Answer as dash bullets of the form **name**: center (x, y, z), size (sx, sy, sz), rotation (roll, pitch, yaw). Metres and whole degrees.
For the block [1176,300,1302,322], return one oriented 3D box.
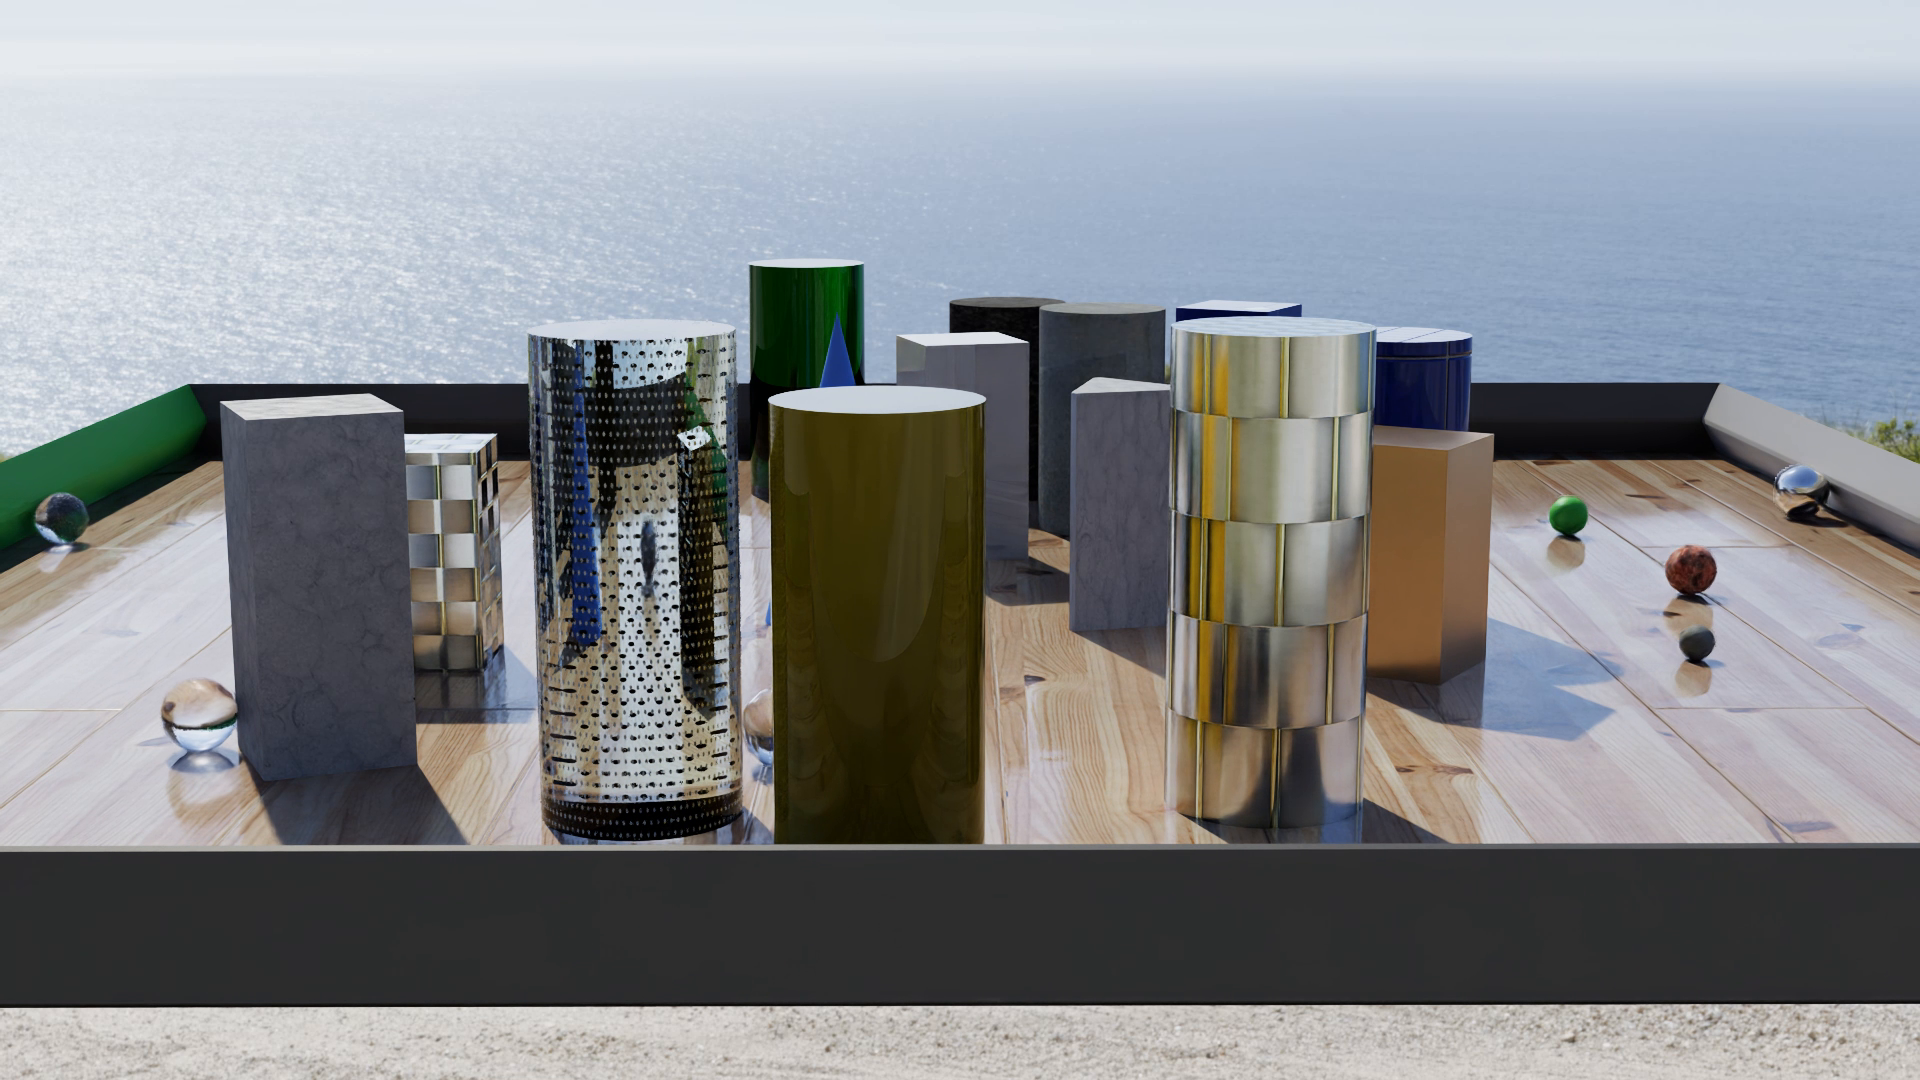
- **block**: center (0.459, -0.219, 4.248), size (0.159, 0.337, 0.159), rotation (5, 12, 27)

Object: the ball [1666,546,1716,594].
- **ball**: center (1.018, 0.042, 3.573), size (0.069, 0.069, 0.069), rotation (0, 10, 0)

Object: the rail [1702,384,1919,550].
- **rail**: center (1.436, 0.032, 3.457), size (0.045, 0.129, 2.946), rotation (0, 10, 0)

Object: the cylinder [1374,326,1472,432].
- **cylinder**: center (0.582, -0.090, 3.449), size (0.199, 0.374, 0.199), rotation (0, 10, 0)

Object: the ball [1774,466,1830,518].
- **ball**: center (1.372, -0.079, 4.181), size (0.085, 0.085, 0.085), rotation (0, 10, 0)

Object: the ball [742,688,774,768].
- **ball**: center (-0.188, 0.196, 2.693), size (0.085, 0.085, 0.085), rotation (0, 10, 0)

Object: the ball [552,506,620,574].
- **ball**: center (-0.542, -0.001, 3.721), size (0.099, 0.099, 0.099), rotation (0, 10, 0)

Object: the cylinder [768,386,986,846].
- **cylinder**: center (-0.076, 0.081, 2.378), size (0.199, 0.426, 0.199), rotation (0, 10, 0)

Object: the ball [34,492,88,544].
- **ball**: center (-1.384, -0.033, 3.953), size (0.078, 0.078, 0.078), rotation (0, 10, 0)

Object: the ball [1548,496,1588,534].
- **ball**: center (0.956, -0.038, 4.029), size (0.060, 0.060, 0.060), rotation (0, 10, 0)

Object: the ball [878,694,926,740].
- **ball**: center (-0.063, 0.193, 2.805), size (0.051, 0.051, 0.051), rotation (0, 10, 0)

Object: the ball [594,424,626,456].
- **ball**: center (-0.661, -0.188, 4.839), size (0.061, 0.061, 0.061), rotation (0, 10, 0)

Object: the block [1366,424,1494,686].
- **block**: center (0.544, 0.014, 3.135), size (0.159, 0.283, 0.159), rotation (6, 12, 30)

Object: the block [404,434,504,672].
- **block**: center (-0.660, 0.014, 3.170), size (0.159, 0.270, 0.159), rotation (0, 10, -1)

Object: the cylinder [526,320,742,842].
- **cylinder**: center (-0.314, 0.034, 2.494), size (0.199, 0.478, 0.199), rotation (0, 10, 0)

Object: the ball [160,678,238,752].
- **ball**: center (-0.818, 0.188, 2.757), size (0.079, 0.079, 0.079), rotation (0, 10, 0)

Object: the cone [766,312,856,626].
- **cone**: center (-0.160, -0.096, 3.380), size (0.199, 0.411, 0.199), rotation (0, 10, 0)

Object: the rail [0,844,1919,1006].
- **rail**: center (0.008, 0.297, 2.024), size (2.920, 0.129, 0.045), rotation (0, 10, 0)

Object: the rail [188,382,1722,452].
- **rail**: center (-0.008, -0.230, 4.874), size (2.920, 0.129, 0.045), rotation (0, 10, 0)

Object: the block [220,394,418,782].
- **block**: center (-0.678, 0.045, 2.714), size (0.159, 0.375, 0.159), rotation (-5, 12, -25)

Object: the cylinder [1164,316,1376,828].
- **cylinder**: center (0.304, 0.027, 2.534), size (0.199, 0.477, 0.199), rotation (0, 10, 0)

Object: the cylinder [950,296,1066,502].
- **cylinder**: center (0.081, -0.244, 4.405), size (0.199, 0.329, 0.199), rotation (0, 10, 0)

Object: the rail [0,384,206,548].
- **rail**: center (-1.436, 0.035, 3.441), size (0.045, 0.129, 2.946), rotation (0, 10, 0)

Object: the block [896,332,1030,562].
- **block**: center (0.003, -0.141, 3.859), size (0.159, 0.325, 0.159), rotation (-3, 11, -17)

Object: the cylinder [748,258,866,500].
- **cylinder**: center (-0.262, -0.277, 4.402), size (0.199, 0.395, 0.199), rotation (0, 10, 0)

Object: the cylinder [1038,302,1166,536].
- **cylinder**: center (0.224, -0.194, 4.074), size (0.199, 0.350, 0.199), rotation (0, 10, 0)

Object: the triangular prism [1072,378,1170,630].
- **triangular prism**: center (0.207, -0.052, 3.414), size (0.172, 0.312, 0.149), rotation (-3, 11, -16)

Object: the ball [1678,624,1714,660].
- **ball**: center (0.914, 0.127, 3.184), size (0.044, 0.044, 0.044), rotation (0, 10, 0)
